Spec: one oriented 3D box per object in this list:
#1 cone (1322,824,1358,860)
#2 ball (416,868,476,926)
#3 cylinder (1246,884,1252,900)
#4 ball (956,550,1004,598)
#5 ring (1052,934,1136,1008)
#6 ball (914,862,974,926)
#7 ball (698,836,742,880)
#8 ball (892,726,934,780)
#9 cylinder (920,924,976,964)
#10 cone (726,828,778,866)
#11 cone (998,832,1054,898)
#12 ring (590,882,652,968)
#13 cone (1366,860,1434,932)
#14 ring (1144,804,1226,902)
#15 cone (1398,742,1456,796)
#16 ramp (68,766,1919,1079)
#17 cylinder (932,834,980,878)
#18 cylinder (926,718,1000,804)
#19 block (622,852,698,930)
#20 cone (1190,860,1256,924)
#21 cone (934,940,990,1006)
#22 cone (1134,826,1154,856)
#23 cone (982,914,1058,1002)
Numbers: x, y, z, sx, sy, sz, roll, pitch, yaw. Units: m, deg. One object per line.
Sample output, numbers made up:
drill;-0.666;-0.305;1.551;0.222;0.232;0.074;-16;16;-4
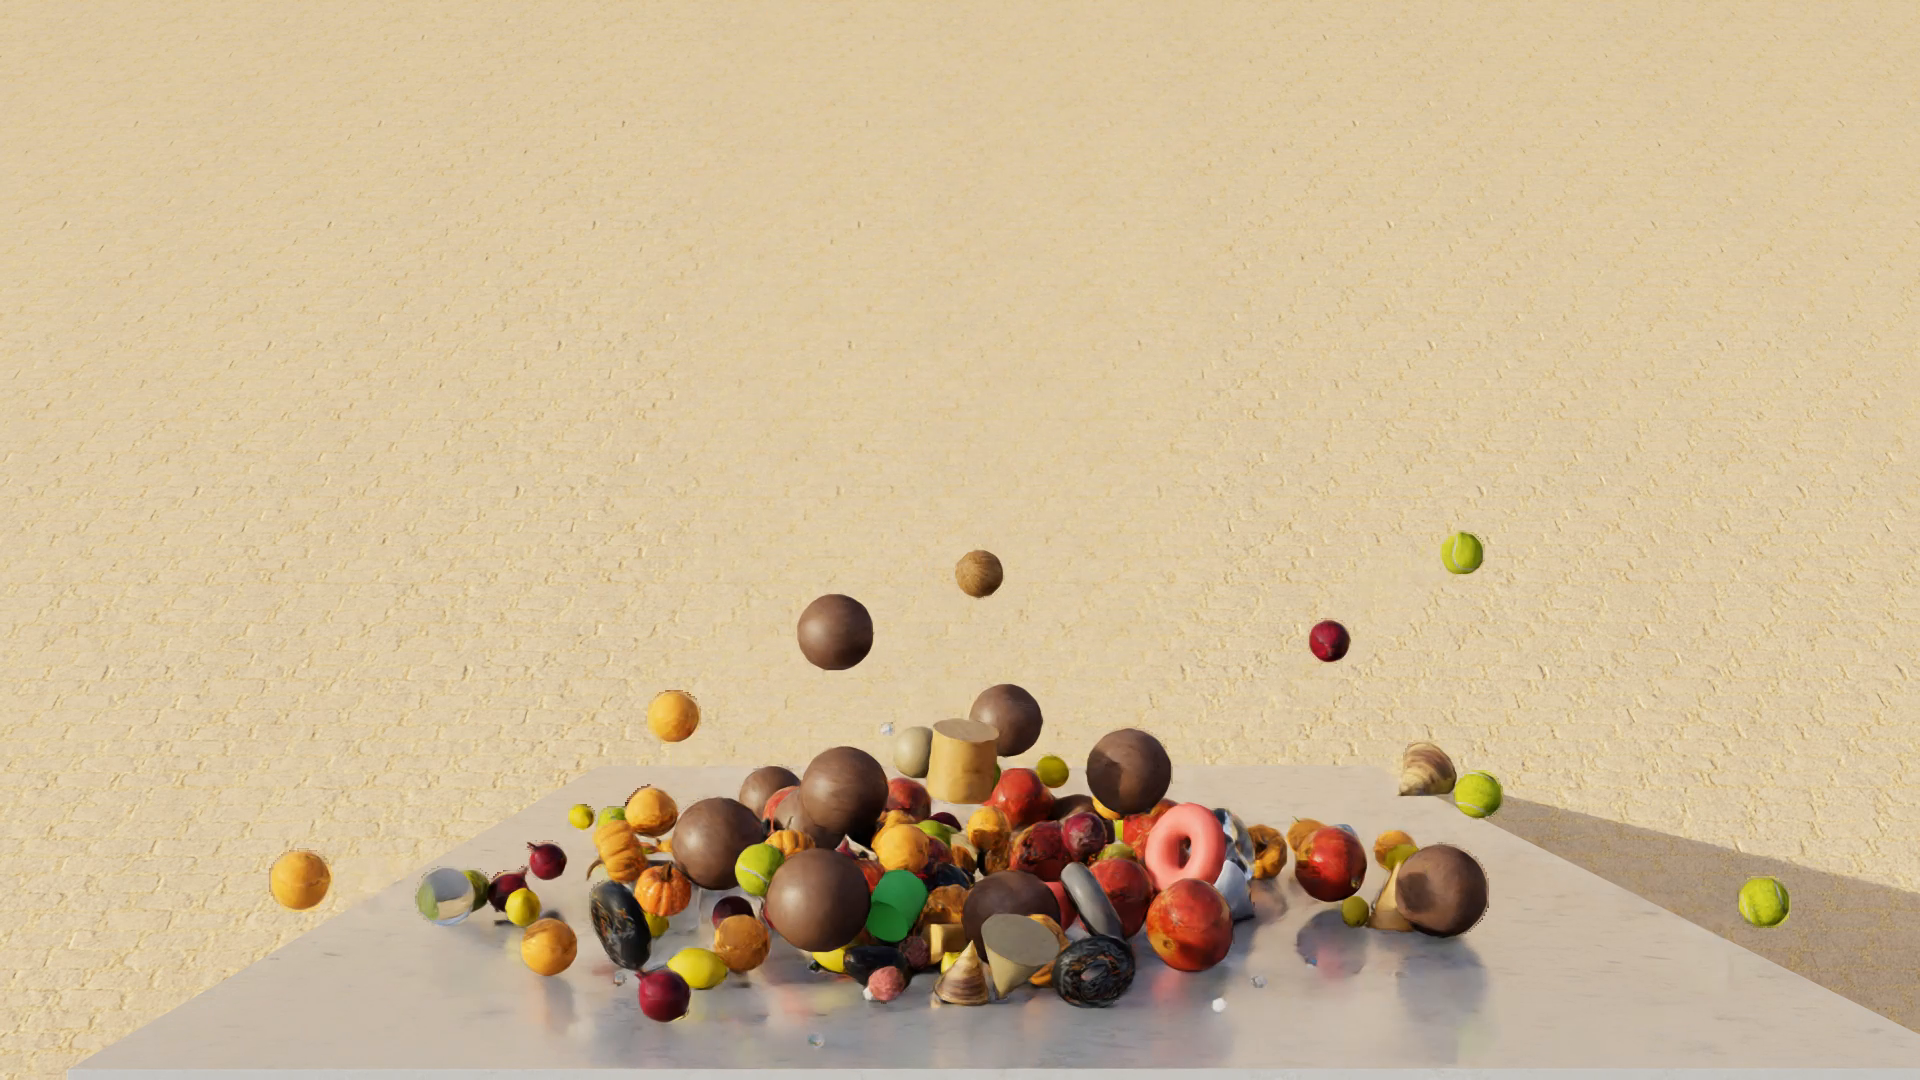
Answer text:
cone;0.672;0.534;4.541;0.065;0.065;0.065;-1;2;-1
ball;-0.745;0.518;3.755;0.083;0.083;0.083;0;31;0
cylinder;0.403;0.533;3.863;0.053;0.053;0.053;12;4;19
ball;0.040;0.069;5.305;0.098;0.098;0.098;0;31;0
ring;0.158;0.508;3.052;0.102;0.102;0.034;-8;35;-13
ball;-0.028;0.511;3.725;0.096;0.096;0.096;0;31;0
ball;-0.398;0.527;4.294;0.073;0.073;0.073;0;31;0
ball;-0.065;0.336;4.100;0.084;0.084;0.084;0;31;0
cylinder;-0.016;0.528;3.386;0.052;0.052;0.052;8;20;-41
cone;-0.375;0.525;4.534;0.082;0.082;0.082;31;36;3
cone;0.109;0.513;4.120;0.098;0.098;0.098;0;0;0
ring;-0.425;0.482;3.245;0.039;0.117;0.117;-21;37;-29
cone;0.636;0.510;3.746;0.098;0.098;0.098;0;0;0
ring;0.319;0.443;3.670;0.048;0.143;0.143;18;18;-36
cone;0.679;0.362;3.868;0.090;0.090;0.090;25;40;34
ramp;0.070;0.617;4.695;2.000;0.100;4.000;0;0;0
cylinder;-0.006;0.526;4.274;0.074;0.074;0.074;3;0;4
cylinder;0.004;0.325;3.804;0.098;0.098;0.098;7;14;-2
block;-0.436;0.510;3.761;0.099;0.099;0.099;0;0;-14
cone;0.406;0.536;3.805;0.100;0.100;0.100;-28;44;31
cone;0.009;0.509;3.094;0.070;0.070;0.070;11;16;-3
cone;0.346;0.526;4.598;0.061;0.061;0.061;5;62;-10
cone;0.059;0.513;3.088;0.096;0.096;0.096;13;28;-7
